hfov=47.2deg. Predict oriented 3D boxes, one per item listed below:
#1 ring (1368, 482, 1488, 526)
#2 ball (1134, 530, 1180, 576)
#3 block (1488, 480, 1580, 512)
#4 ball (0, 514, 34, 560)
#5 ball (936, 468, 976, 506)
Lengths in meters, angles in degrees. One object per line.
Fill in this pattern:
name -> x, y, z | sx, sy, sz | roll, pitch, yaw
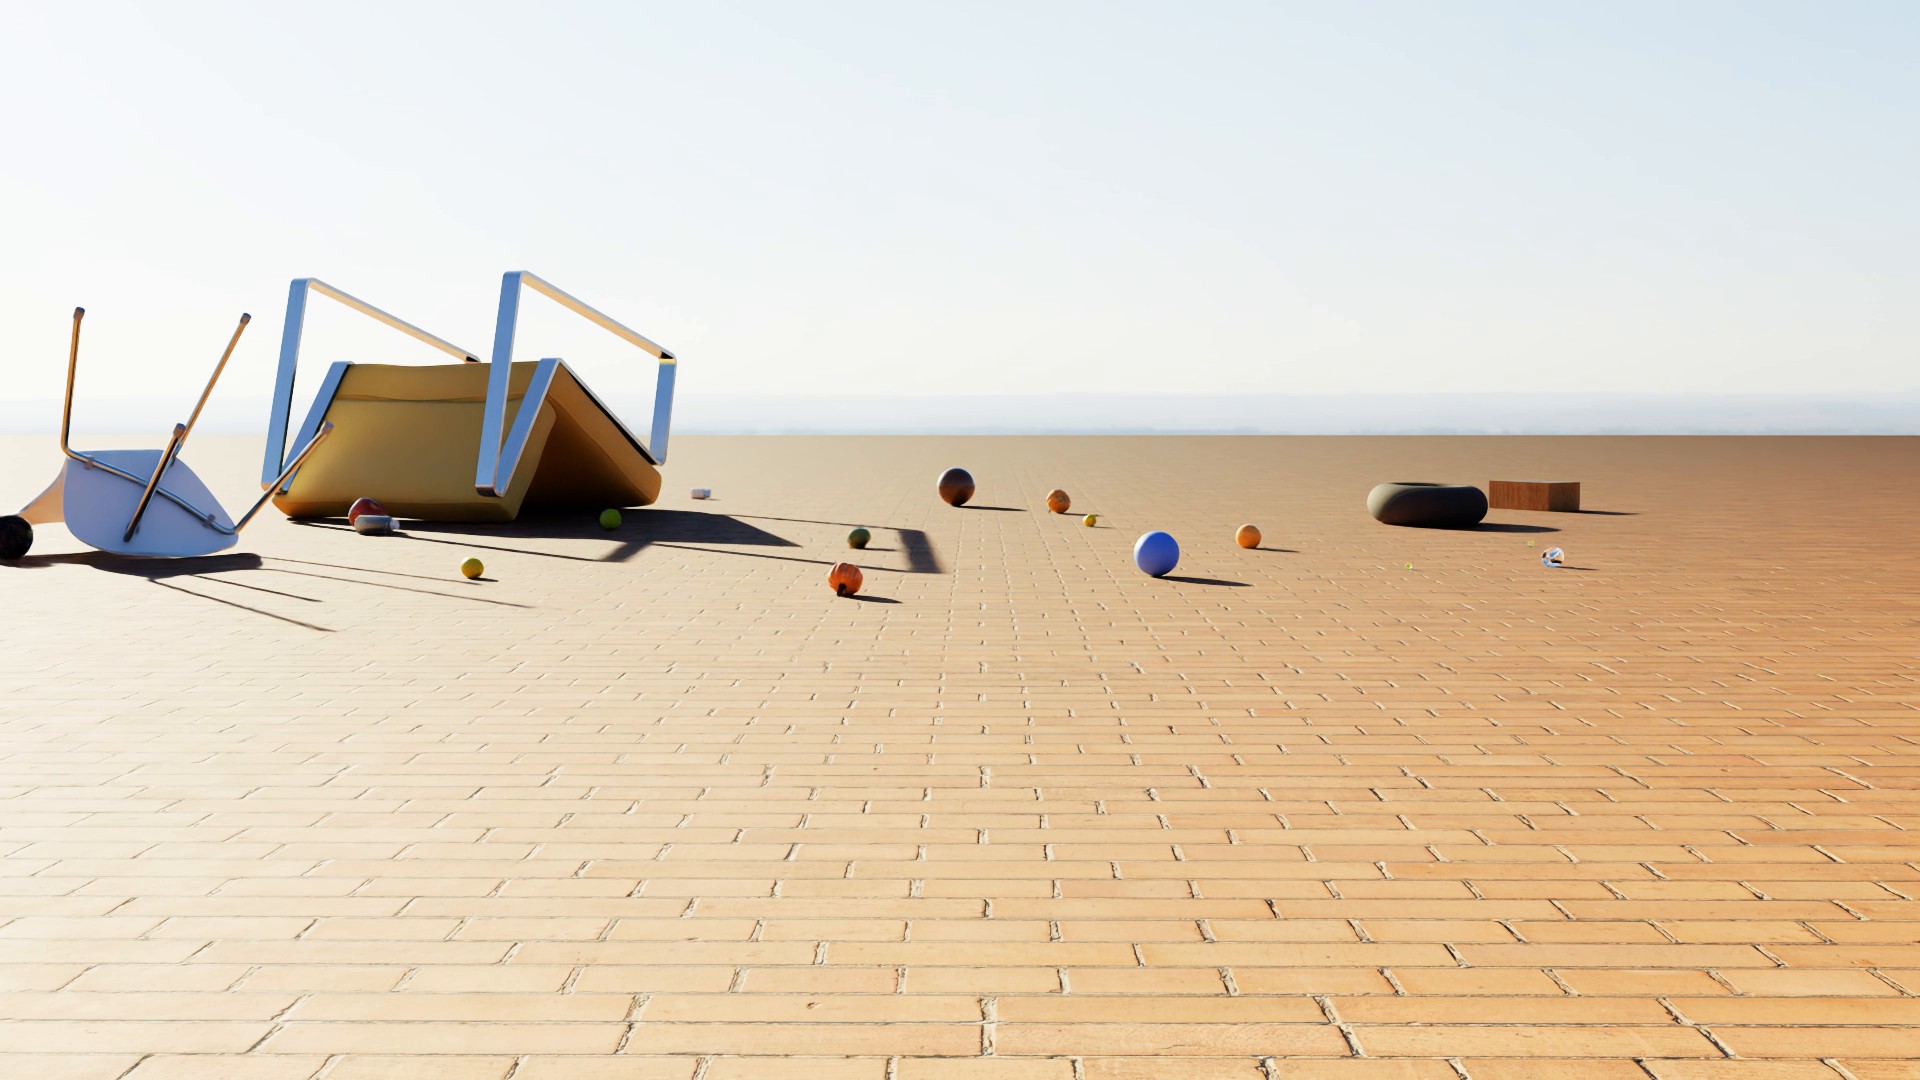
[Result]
ring -> 1.561, -0.120, 7.345 | 0.391, 0.132, 0.431 | 0, 5, -8
ball -> 0.472, 0.032, 5.278 | 0.109, 0.109, 0.109 | 0, 4, 0
block -> 2.150, -0.168, 8.234 | 0.175, 0.104, 0.284 | -3, 5, -35
ball -> -2.506, -0.009, 5.795 | 0.120, 0.120, 0.120 | 0, 4, 0
ball -> -0.015, -0.206, 8.462 | 0.149, 0.149, 0.149 | 0, 4, 0
